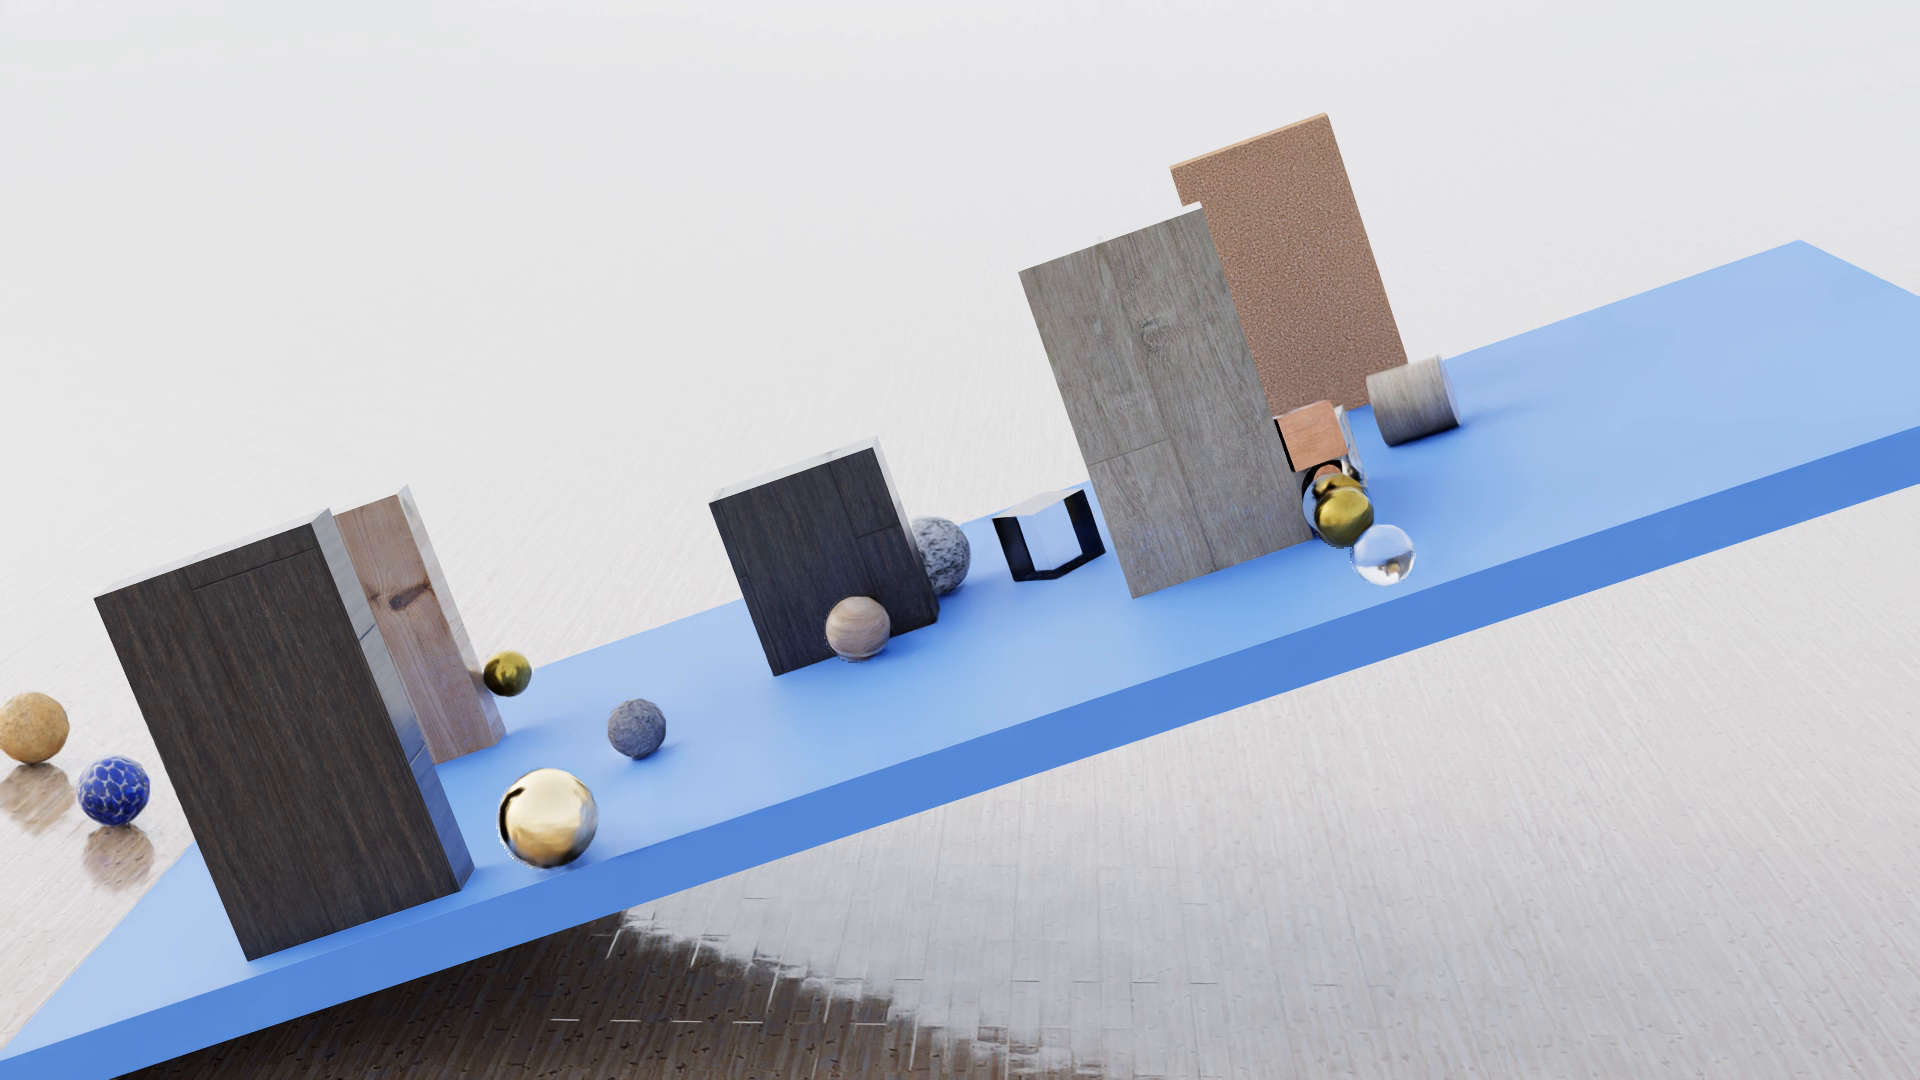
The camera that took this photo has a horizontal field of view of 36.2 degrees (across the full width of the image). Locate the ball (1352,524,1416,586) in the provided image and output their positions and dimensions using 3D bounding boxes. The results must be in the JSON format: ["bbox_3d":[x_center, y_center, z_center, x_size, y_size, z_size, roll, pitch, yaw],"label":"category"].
[{"bbox_3d":[0.768,0.027,5.330,0.113,0.113,0.113,0,12,0],"label":"ball"}]

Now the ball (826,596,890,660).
[{"bbox_3d":[-0.215,0.186,6.211,0.138,0.138,0.138,0,12,0],"label":"ball"}]

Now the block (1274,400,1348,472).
[{"bbox_3d":[0.705,-0.211,5.946,0.113,0.113,0.113,-20,3,-1],"label":"block"}]

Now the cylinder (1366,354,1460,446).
[{"bbox_3d":[0.989,-0.305,6.416,0.162,0.162,0.162,-17,8,15],"label":"cylinder"}]

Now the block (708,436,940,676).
[{"bbox_3d":[-0.292,0.035,6.374,0.375,0.407,0.137,-19,11,6],"label":"block"}]

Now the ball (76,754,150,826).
[{"bbox_3d":[-2.082,0.615,7.236,0.175,0.175,0.175,0,12,0],"label":"ball"}]

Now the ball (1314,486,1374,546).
[{"bbox_3d":[0.746,-0.046,5.709,0.116,0.116,0.116,0,12,0],"label":"ball"}]

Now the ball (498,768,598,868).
[{"bbox_3d":[-0.764,0.517,5.460,0.184,0.184,0.184,0,12,0],"label":"ball"}]

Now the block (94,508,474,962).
[{"bbox_3d":[-1.271,0.370,5.564,0.439,0.753,0.138,-19,11,6],"label":"block"}]

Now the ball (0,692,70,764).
[{"bbox_3d":[-2.445,0.495,7.750,0.189,0.189,0.189,0,12,0],"label":"ball"}]

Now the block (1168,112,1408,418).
[{"bbox_3d":[0.786,-0.621,6.946,0.385,0.678,0.089,-19,11,6],"label":"block"}]

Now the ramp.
[{"bbox_3d":[0.111,0.178,6.301,4.000,0.100,2.000,-19,11,6],"label":"ramp"}]

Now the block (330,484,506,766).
[{"bbox_3d":[-1.285,0.213,6.701,0.278,0.616,0.113,-19,11,6],"label":"block"}]

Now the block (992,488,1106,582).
[{"bbox_3d":[0.193,-0.010,6.411,0.151,0.151,0.151,-27,13,-33],"label":"block"}]

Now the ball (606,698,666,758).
[{"bbox_3d":[-0.667,0.388,6.067,0.122,0.122,0.122,0,12,0],"label":"ball"}]

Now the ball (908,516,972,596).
[{"bbox_3d":[-0.065,0.036,6.563,0.180,0.180,0.180,0,12,0],"label":"ball"}]

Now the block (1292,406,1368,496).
[{"bbox_3d":[0.735,-0.157,6.119,0.172,0.172,0.172,-17,11,15],"label":"block"}]

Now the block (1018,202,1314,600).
[{"bbox_3d":[0.412,-0.278,5.885,0.381,0.700,0.121,-19,11,6],"label":"block"}]

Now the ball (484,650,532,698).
[{"bbox_3d":[-1.040,0.307,6.761,0.111,0.111,0.111,0,12,0],"label":"ball"}]
